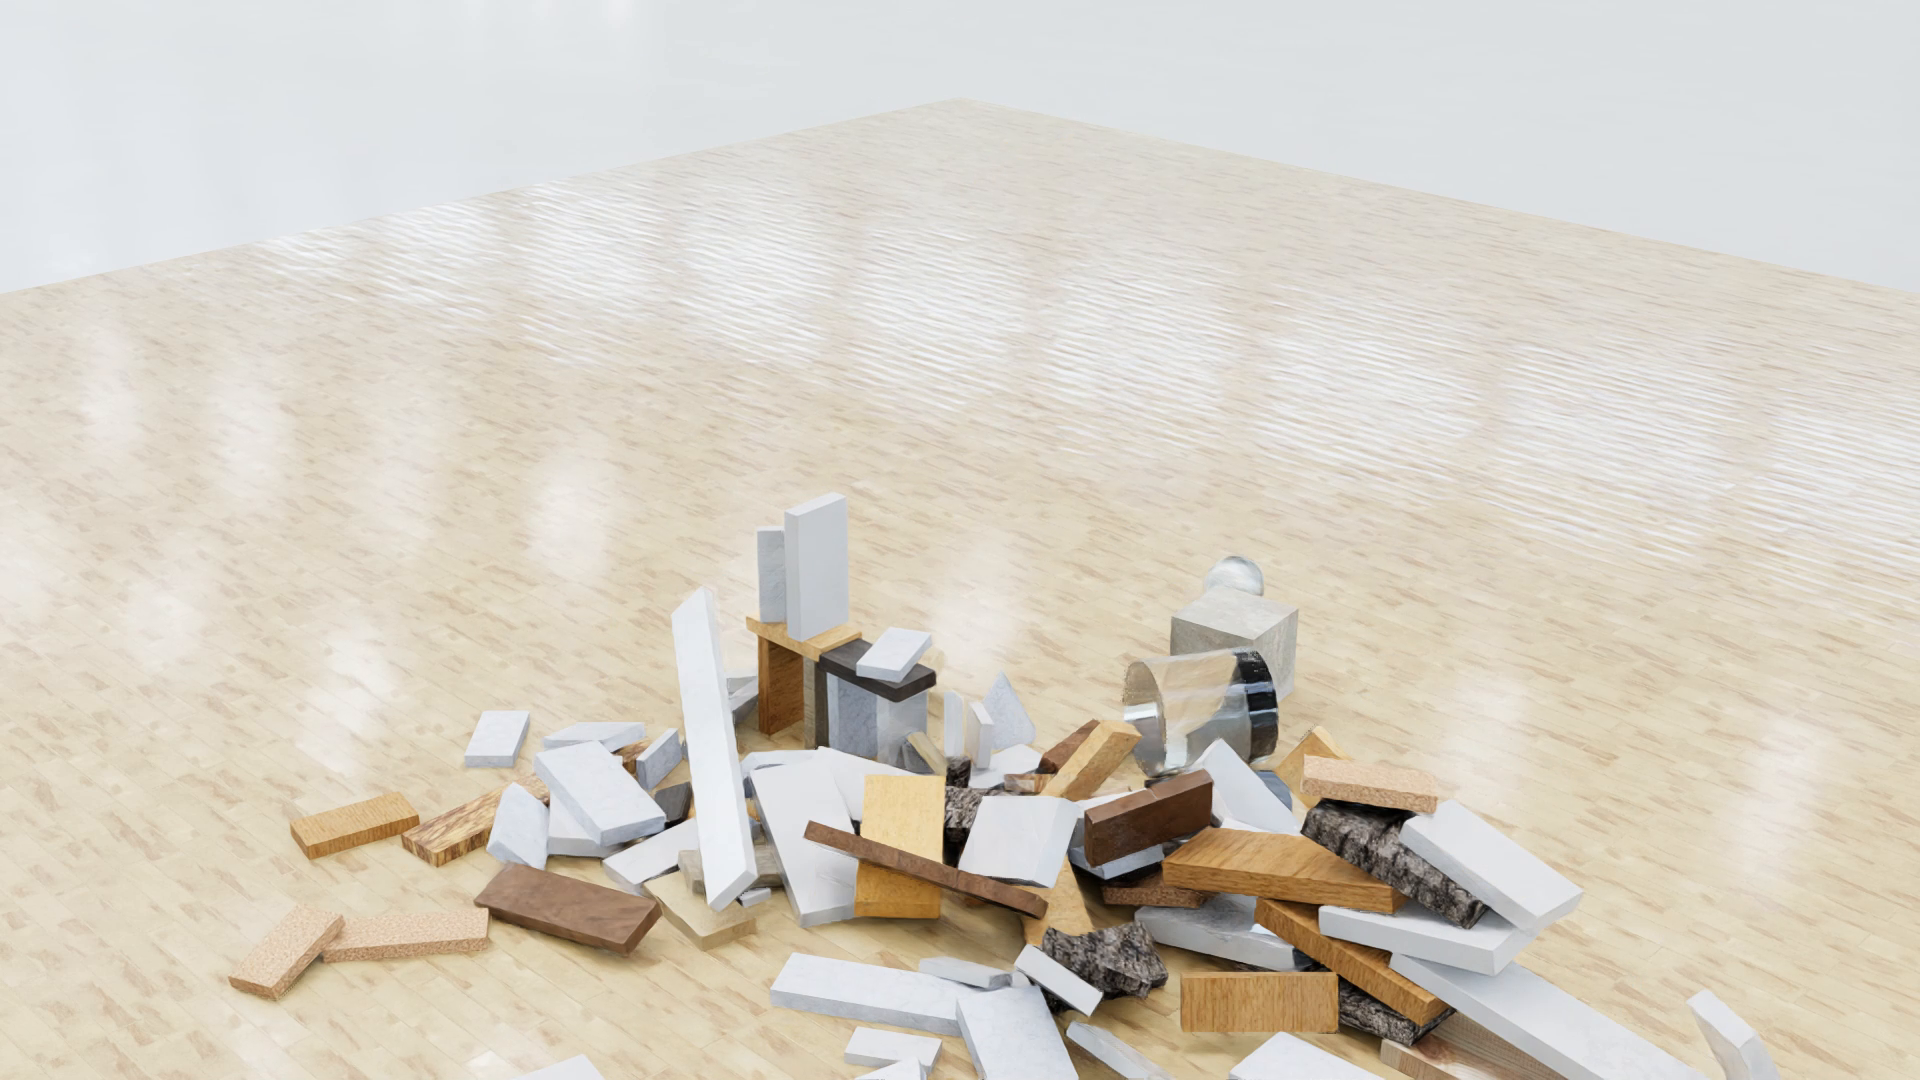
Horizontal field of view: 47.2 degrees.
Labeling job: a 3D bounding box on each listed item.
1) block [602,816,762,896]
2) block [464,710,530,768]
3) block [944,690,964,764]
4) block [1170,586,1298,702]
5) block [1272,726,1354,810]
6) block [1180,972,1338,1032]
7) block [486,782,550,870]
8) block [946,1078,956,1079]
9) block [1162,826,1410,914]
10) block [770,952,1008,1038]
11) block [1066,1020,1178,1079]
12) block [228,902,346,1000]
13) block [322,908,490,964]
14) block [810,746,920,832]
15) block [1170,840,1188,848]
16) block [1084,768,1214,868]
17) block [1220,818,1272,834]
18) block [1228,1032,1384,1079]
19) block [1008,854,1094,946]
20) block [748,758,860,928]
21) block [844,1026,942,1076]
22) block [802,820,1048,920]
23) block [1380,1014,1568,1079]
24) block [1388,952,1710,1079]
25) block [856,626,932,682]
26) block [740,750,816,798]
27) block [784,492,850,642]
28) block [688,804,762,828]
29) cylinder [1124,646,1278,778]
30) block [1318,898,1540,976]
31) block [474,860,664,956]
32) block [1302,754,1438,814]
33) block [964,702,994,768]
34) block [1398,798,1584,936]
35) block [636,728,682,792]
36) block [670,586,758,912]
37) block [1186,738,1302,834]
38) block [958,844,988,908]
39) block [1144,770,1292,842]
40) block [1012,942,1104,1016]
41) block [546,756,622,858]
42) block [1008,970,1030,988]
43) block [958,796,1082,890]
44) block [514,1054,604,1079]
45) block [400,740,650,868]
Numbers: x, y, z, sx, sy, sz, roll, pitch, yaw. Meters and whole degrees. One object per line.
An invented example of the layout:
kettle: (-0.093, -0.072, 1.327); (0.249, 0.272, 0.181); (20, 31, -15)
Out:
block: (-0.538, 0.600, 4.275); (0.292, 0.032, 0.113); (-23, 32, -34)
block: (-0.991, 0.426, 4.719); (0.101, 0.029, 0.203); (0, 23, 0)
block: (-0.013, 0.387, 4.514); (0.020, 0.139, 0.069); (-6, -22, 15)
block: (0.608, 0.254, 4.900); (0.206, 0.206, 0.206); (16, 28, 33)
block: (0.696, 0.467, 4.013); (0.239, 0.120, 0.034); (47, 32, 12)
block: (0.504, 0.779, 3.710); (0.260, 0.094, 0.027); (-1, 6, 2)
block: (-0.853, 0.570, 4.287); (0.113, 0.032, 0.226); (42, 15, -18)
block: (0.051, 0.898, 3.499); (0.157, 0.022, 0.078); (1, 32, 7)
block: (0.586, 0.573, 3.845); (0.449, 0.046, 0.161); (1, 17, 38)
block: (-0.114, 0.798, 3.838); (0.419, 0.034, 0.118); (6, 24, 14)
block: (0.270, 0.858, 3.642); (0.094, 0.027, 0.187); (27, -1, -44)
block: (-1.205, 0.735, 3.941); (0.100, 0.028, 0.200); (8, 35, 24)
block: (-1.010, 0.723, 4.021); (0.288, 0.028, 0.100); (-3, 23, -8)
block: (-0.196, 0.503, 4.345); (0.282, 0.040, 0.141); (13, 50, 32)
block: (0.449, 0.582, 4.346); (0.291, 0.034, 0.120); (6, 24, 14)
block: (0.338, 0.499, 3.948); (0.240, 0.120, 0.034); (-17, 44, -17)
block: (0.682, 0.639, 4.086); (0.444, 0.032, 0.112); (17, 55, 20)
block: (0.604, 0.907, 3.568); (0.303, 0.043, 0.152); (19, 30, 38)
block: (0.162, 0.665, 4.039); (0.118, 0.034, 0.237); (-13, 42, -6)
block: (-0.281, 0.575, 4.203); (0.155, 0.044, 0.366); (-8, 43, -19)
block: (-0.112, 0.861, 3.704); (0.150, 0.021, 0.075); (6, 24, 13)
block: (-0.063, 0.600, 3.997); (0.446, 0.034, 0.120); (16, -12, 16)
block: (1.111, 0.970, 3.420); (0.985, 0.043, 0.152); (21, 31, 40)
block: (0.995, 0.806, 3.522); (0.642, 0.039, 0.137); (30, 36, 35)
block: (-0.134, 0.234, 4.512); (0.094, 0.027, 0.187); (8, 24, 18)
block: (-0.380, 0.470, 4.409); (0.032, 0.113, 0.226); (55, 22, 22)
block: (-0.297, 0.056, 4.573); (0.040, 0.284, 0.142); (20, 30, 38)
block: (-0.470, 0.558, 4.419); (0.148, 0.021, 0.074); (6, 24, 14)
cylinder: (0.501, 0.359, 4.597); (0.247, 0.247, 0.247); (-6, 24, -16)
block: (0.782, 0.639, 3.678); (0.322, 0.046, 0.161); (7, 22, 40)
block: (-0.724, 0.676, 4.049); (0.365, 0.031, 0.109); (9, 41, 31)
block: (0.697, 0.416, 3.753); (0.224, 0.032, 0.112); (8, 15, 7)
block: (0.039, 0.408, 4.618); (0.027, 0.094, 0.197); (6, 8, -8)
block: (0.877, 0.538, 3.641); (0.137, 0.039, 0.275); (-16, 40, -41)
block: (-0.628, 0.459, 4.583); (0.021, 0.074, 0.149); (4, 23, 20)
block: (-0.506, 0.390, 4.449); (0.101, 0.029, 1.054); (-43, 28, 12)
block: (0.542, 0.513, 4.243); (0.120, 0.240, 0.034); (-45, 4, -22)
block: (0.073, 0.600, 4.255); (0.146, 0.041, 0.292); (-12, 23, 2)
block: (0.504, 0.516, 4.275); (0.297, 0.120, 0.034); (-2, -2, -19)
block: (0.156, 0.720, 3.603); (0.141, 0.040, 0.416); (34, -9, 7)
block: (-0.748, 0.527, 4.402); (0.142, 0.040, 0.301); (5, 27, -11)
block: (0.103, 0.784, 3.894); (0.105, 0.015, 0.053); (-2, 23, -5)
block: (0.104, 0.547, 4.007); (0.044, 0.155, 0.310); (26, -16, -21)
block: (-0.688, 0.911, 3.574); (0.218, 0.031, 0.109); (-14, 27, -30)
block: (-0.869, 0.523, 4.488); (0.113, 0.032, 0.567); (19, 29, 37)
